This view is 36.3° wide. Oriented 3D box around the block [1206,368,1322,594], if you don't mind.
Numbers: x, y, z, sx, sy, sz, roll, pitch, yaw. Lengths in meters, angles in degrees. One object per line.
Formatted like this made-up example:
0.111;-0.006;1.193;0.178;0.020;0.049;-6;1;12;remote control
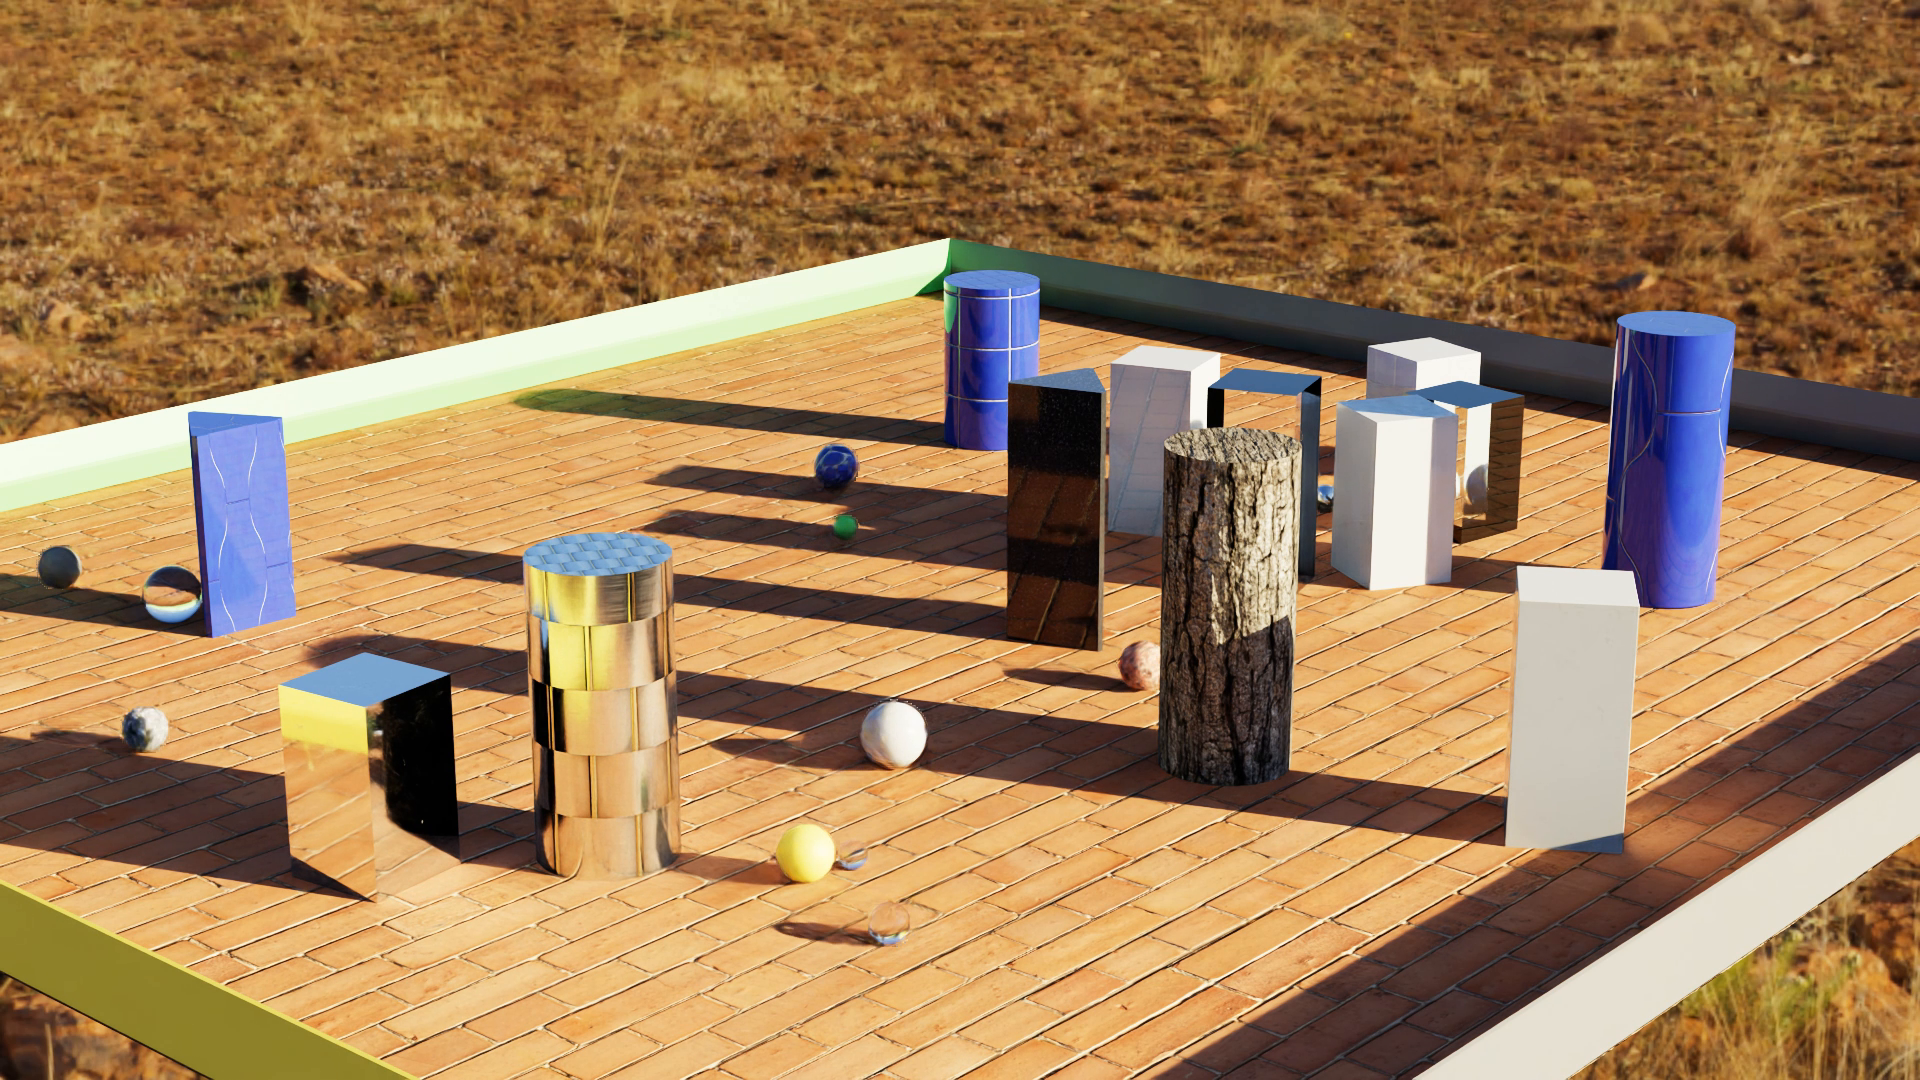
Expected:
0.530;-0.099;5.142;0.158;0.368;0.158;7;18;22;block

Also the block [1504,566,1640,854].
0.843;0.233;4.059;0.158;0.357;0.158;3;17;9;block

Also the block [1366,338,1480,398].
0.927;-0.262;5.894;0.158;0.248;0.158;-9;19;-28;block

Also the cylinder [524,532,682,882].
-0.482;0.224;3.966;0.198;0.429;0.198;0;17;0;cylinder

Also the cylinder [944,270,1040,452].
0.066;-0.374;6.105;0.198;0.341;0.198;0;17;0;cylinder

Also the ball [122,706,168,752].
-1.222;0.283;4.396;0.069;0.069;0.069;0;17;0;ball

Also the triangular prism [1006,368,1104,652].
0.186;-0.056;4.877;0.172;0.440;0.149;8;18;24;triangular prism

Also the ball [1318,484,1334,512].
0.702;-0.080;5.623;0.056;0.056;0.056;0;17;0;ball

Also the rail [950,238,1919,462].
1.264;-0.388;6.513;3.463;0.129;0.045;14;22;39;rail

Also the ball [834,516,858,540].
-0.213;-0.022;5.449;0.044;0.044;0.044;0;17;0;ball

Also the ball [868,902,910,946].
-0.090;0.488;3.737;0.055;0.055;0.055;0;17;0;ball

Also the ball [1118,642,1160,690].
0.291;0.199;4.657;0.077;0.077;0.077;0;17;0;ball

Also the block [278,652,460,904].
-0.790;0.316;3.930;0.158;0.274;0.158;11;20;32;block

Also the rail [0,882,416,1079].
-1.264;0.452;3.726;3.463;0.129;0.045;14;22;39;rail

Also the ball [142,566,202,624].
-1.337;0.092;4.976;0.099;0.099;0.099;0;17;0;ball

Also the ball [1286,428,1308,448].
0.698;-0.209;6.067;0.047;0.047;0.047;0;17;0;ball

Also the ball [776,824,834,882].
-0.207;0.420;3.925;0.078;0.078;0.078;0;17;0;ball

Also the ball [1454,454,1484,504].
0.969;-0.118;5.683;0.095;0.095;0.095;0;17;0;ball

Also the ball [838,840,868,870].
-0.145;0.426;3.969;0.041;0.041;0.041;0;17;0;ball

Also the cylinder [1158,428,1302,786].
0.393;0.096;4.289;0.198;0.488;0.198;0;17;0;cylinder

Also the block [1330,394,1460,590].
0.771;-0.086;5.209;0.158;0.305;0.158;-6;18;-18;block

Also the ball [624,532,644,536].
-0.586;0.024;5.239;0.078;0.078;0.078;0;17;0;ball

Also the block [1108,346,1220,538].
0.383;-0.184;5.504;0.158;0.323;0.158;7;18;23;block

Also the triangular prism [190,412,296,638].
-1.250;-0.036;4.966;0.149;0.350;0.172;16;23;42;triangular prism

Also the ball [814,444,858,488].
-0.246;-0.146;5.790;0.086;0.086;0.086;0;17;0;ball

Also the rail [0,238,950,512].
-1.289;-0.291;6.192;0.045;0.129;3.903;14;22;39;rail

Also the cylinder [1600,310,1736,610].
1.224;-0.140;5.081;0.198;0.482;0.198;0;17;0;cylinder

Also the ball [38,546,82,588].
-1.586;0.048;5.165;0.075;0.075;0.075;0;17;0;ball

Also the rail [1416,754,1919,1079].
1.289;0.355;4.048;0.045;0.129;3.903;14;22;39;rail

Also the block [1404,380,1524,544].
0.938;-0.148;5.495;0.158;0.258;0.158;-13;21;-37;block

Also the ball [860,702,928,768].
-0.097;0.288;4.328;0.099;0.099;0.099;0;17;0;ball
